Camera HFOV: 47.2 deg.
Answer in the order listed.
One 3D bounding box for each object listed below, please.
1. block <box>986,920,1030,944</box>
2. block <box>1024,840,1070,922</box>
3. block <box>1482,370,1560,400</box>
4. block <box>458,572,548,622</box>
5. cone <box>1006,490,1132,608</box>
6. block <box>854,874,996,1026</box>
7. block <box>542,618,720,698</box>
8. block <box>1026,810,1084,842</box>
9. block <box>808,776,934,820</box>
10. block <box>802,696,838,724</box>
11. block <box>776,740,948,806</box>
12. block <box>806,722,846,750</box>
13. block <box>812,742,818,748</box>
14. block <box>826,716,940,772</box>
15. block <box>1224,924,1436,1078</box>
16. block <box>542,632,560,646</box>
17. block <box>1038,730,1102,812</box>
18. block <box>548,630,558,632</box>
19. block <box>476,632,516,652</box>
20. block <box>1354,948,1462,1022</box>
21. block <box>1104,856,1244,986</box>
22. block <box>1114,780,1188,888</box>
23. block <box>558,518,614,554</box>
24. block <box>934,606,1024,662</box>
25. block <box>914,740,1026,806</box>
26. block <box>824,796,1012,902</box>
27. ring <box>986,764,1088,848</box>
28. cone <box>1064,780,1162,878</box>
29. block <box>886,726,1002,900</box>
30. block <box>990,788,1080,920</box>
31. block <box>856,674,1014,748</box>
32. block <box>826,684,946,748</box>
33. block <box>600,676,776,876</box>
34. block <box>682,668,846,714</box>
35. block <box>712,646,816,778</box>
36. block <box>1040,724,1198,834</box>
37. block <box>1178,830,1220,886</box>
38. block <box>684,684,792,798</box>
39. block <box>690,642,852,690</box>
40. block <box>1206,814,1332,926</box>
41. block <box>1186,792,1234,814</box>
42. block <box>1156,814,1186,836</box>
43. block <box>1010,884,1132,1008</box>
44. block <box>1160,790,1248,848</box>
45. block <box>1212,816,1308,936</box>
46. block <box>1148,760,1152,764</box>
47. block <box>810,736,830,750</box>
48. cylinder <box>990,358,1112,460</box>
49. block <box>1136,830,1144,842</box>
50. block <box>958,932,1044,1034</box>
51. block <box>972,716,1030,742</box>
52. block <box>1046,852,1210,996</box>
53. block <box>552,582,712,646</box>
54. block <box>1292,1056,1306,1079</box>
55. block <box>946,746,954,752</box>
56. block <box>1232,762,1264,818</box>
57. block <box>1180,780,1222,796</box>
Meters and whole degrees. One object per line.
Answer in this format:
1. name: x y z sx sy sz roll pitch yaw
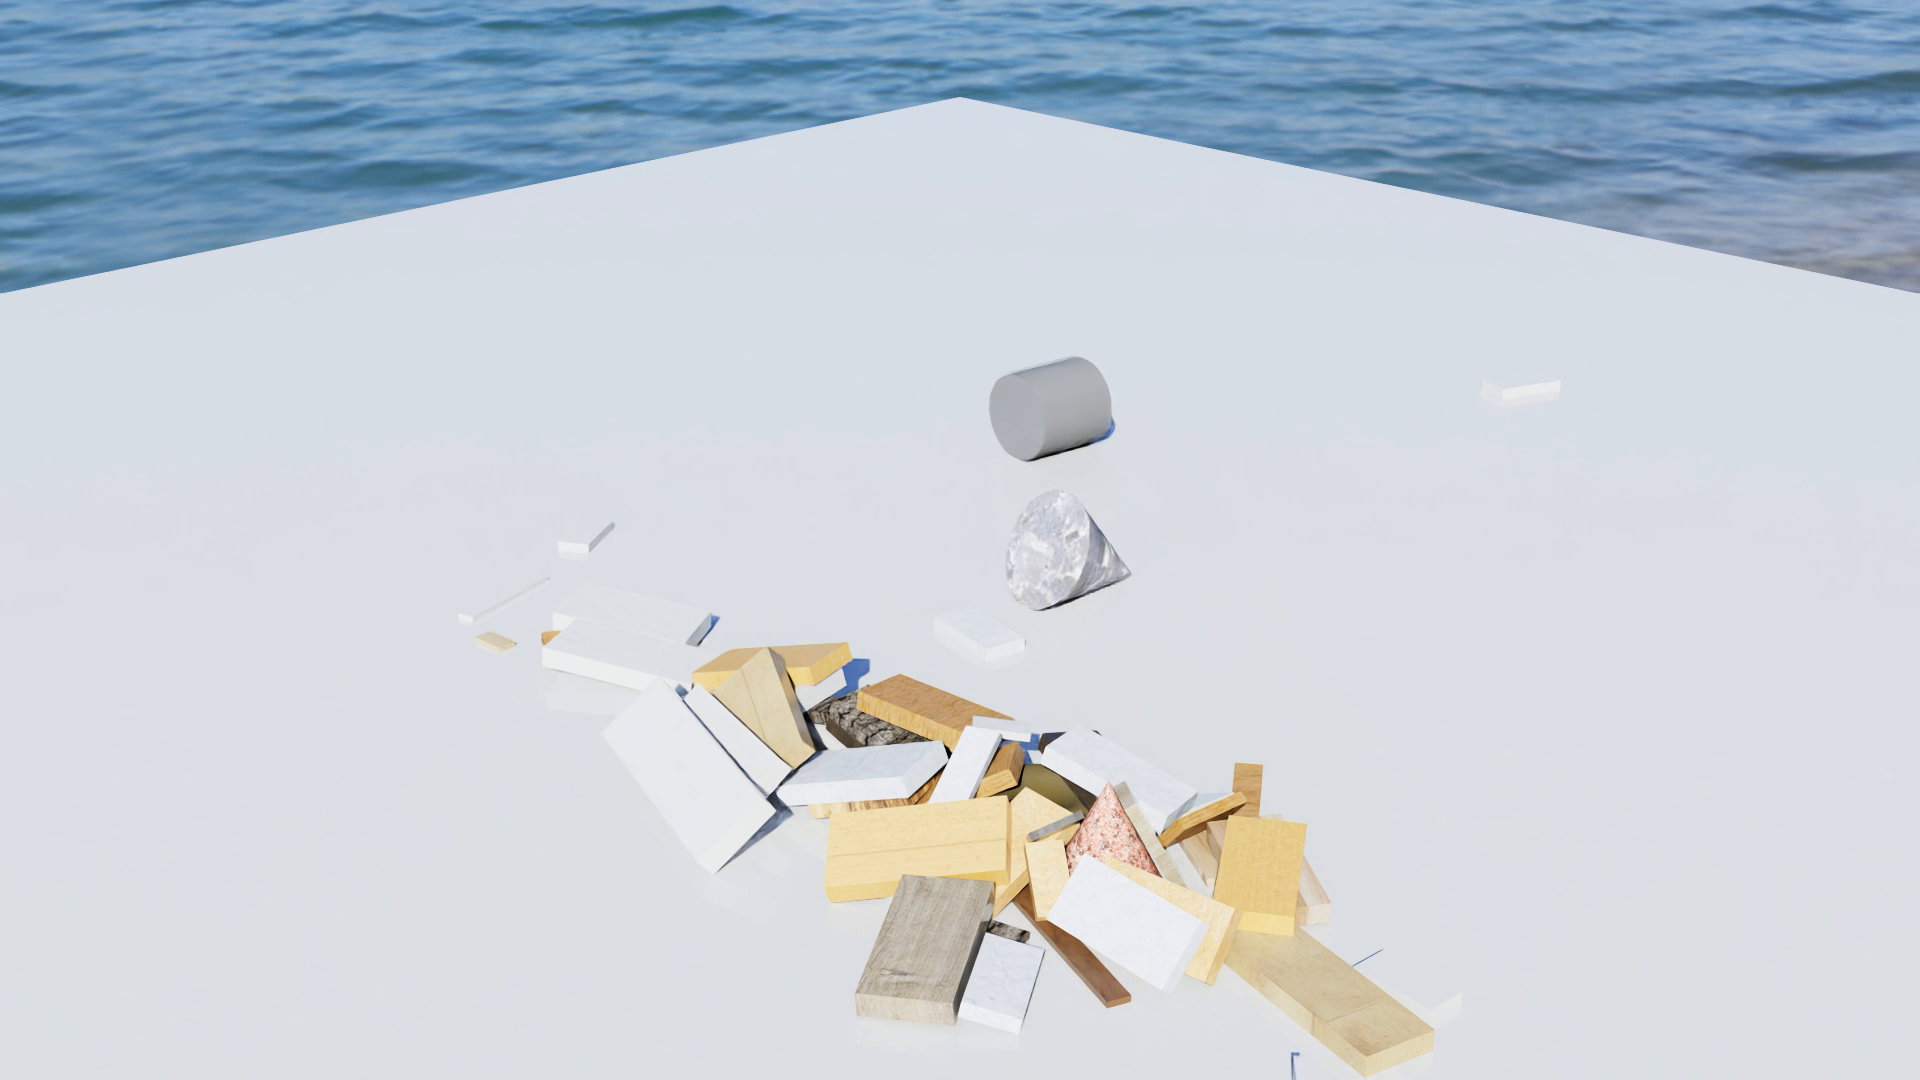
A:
1. block: 0.067 0.723 4.037 0.110 0.016 0.055 13 26 28
2. block: 0.167 0.634 4.096 0.073 0.021 0.147 -3 61 -11
3. block: 1.752 -0.486 6.866 0.219 0.031 0.109 -10 25 -22
4. block: -1.122 0.140 5.415 0.045 0.013 0.282 12 26 27
5. cone: 0.324 0.056 5.457 0.299 0.299 0.299 17 9 -38
6. block: -0.058 0.726 3.926 0.173 0.049 0.346 3 28 13
7. block: -0.746 0.273 5.014 0.369 0.047 0.165 13 26 15
8. block: 0.179 0.541 4.135 0.110 0.016 0.055 -23 -14 -8
9. block: -0.178 0.509 4.423 0.231 0.033 0.116 -10 16 29
10. block: -0.310 0.362 4.709 0.087 0.025 0.174 -23 16 -40
11. block: -0.200 0.471 4.434 0.320 0.045 0.160 -8 17 34
12. block: -0.240 0.421 4.672 0.174 0.025 0.087 31 37 31
13. block: -0.339 0.408 4.775 0.140 0.020 0.070 20 30 40
14. block: -0.160 0.429 4.584 0.116 0.033 0.231 -21 48 -41
15. block: 0.633 0.791 3.842 0.149 0.042 0.408 -13 26 -28
16. block: -0.888 0.240 5.141 0.167 0.024 0.084 -5 30 -19
17. block: 0.277 0.471 4.355 0.133 0.038 0.266 0 30 -31
18. block: -0.942 0.233 5.195 0.045 0.013 0.091 -19 30 -38
19. block: -1.095 0.240 5.180 0.091 0.013 0.045 18 29 37
20. block: 0.789 0.785 3.880 0.087 0.025 0.174 -18 29 -37
21. block: 0.361 0.686 3.973 0.279 0.139 0.040 18 -10 36
22. block: 0.362 0.565 4.160 0.025 0.227 0.087 -30 24 3
23. block: -0.979 -0.013 5.760 0.084 0.024 0.167 6 24 13
24. block: 0.045 0.220 5.203 0.109 0.031 0.219 -15 27 -31
25. block: -0.004 0.491 4.392 0.266 0.038 0.133 -24 14 16
26. block: -0.078 0.585 4.163 0.346 0.049 0.173 -7 44 9
27. ring: 0.161 0.542 4.358 0.300 0.100 0.300 -1 24 0
28. cone: 0.277 0.558 4.136 0.242 0.242 0.242 0 23 0
29. block: -0.030 0.530 4.254 0.073 0.021 0.409 10 51 24
30. block: 0.091 0.595 4.172 0.133 0.038 0.266 26 56 37
31. block: -0.051 0.359 4.536 0.293 0.042 0.147 19 22 30
32. block: -0.154 0.395 4.575 0.231 0.033 0.116 36 39 28
33. block: -0.561 0.468 4.471 0.173 0.049 0.585 -45 34 -5
34. block: -0.429 0.330 4.802 0.330 0.047 0.165 -4 16 37
35. block: -0.412 0.377 4.592 0.160 0.045 0.320 -40 38 11
36. block: 0.312 0.464 4.302 0.279 0.040 0.139 28 28 22
37. block: 0.465 0.597 4.333 0.059 0.017 0.290 -6 24 -13
38. block: -0.499 0.442 4.540 0.160 0.045 0.384 -50 37 -5
39. block: -0.413 0.277 4.814 0.333 0.042 0.147 -5 16 35
40. block: 0.584 0.629 4.181 0.149 0.042 0.299 -6 28 -9
41. block: 0.477 0.533 4.398 0.143 0.020 0.072 -13 3 -44
42. block: 0.405 0.567 4.319 0.048 0.096 0.014 -17 69 -35
43. block: 0.194 0.736 4.008 0.048 0.014 0.400 -10 25 -23
44. block: 0.476 0.549 4.317 0.174 0.087 0.025 -18 67 -36
45. block: 0.560 0.622 4.102 0.149 0.042 0.299 5 28 11
46. block: 0.333 0.498 4.522 0.072 0.020 0.143 -18 9 38
47. block: -0.275 0.420 4.707 0.139 0.020 0.070 30 36 30
48. cylinder: 0.261 -0.379 6.334 0.251 0.251 0.251 -17 28 -35
49. block: 0.366 0.568 4.359 0.014 0.048 0.096 18 29 42
50. block: 0.074 0.777 3.862 0.109 0.031 0.219 15 25 6
51. block: 0.083 0.381 4.436 0.117 0.017 0.059 8 19 -2
52. block: 0.300 0.688 3.951 0.279 0.139 0.040 26 -8 39
53. block: -0.772 0.189 5.184 0.330 0.047 0.165 12 29 12
54. block: 0.553 0.896 3.579 0.016 0.055 0.110 2 23 4
55. block: 0.000 0.414 4.629 0.147 0.042 0.293 31 3 -36
56. block: 0.578 0.543 4.459 0.059 0.017 0.347 4 23 9
57. block: 0.473 0.519 4.515 0.119 0.017 0.059 7 24 16
